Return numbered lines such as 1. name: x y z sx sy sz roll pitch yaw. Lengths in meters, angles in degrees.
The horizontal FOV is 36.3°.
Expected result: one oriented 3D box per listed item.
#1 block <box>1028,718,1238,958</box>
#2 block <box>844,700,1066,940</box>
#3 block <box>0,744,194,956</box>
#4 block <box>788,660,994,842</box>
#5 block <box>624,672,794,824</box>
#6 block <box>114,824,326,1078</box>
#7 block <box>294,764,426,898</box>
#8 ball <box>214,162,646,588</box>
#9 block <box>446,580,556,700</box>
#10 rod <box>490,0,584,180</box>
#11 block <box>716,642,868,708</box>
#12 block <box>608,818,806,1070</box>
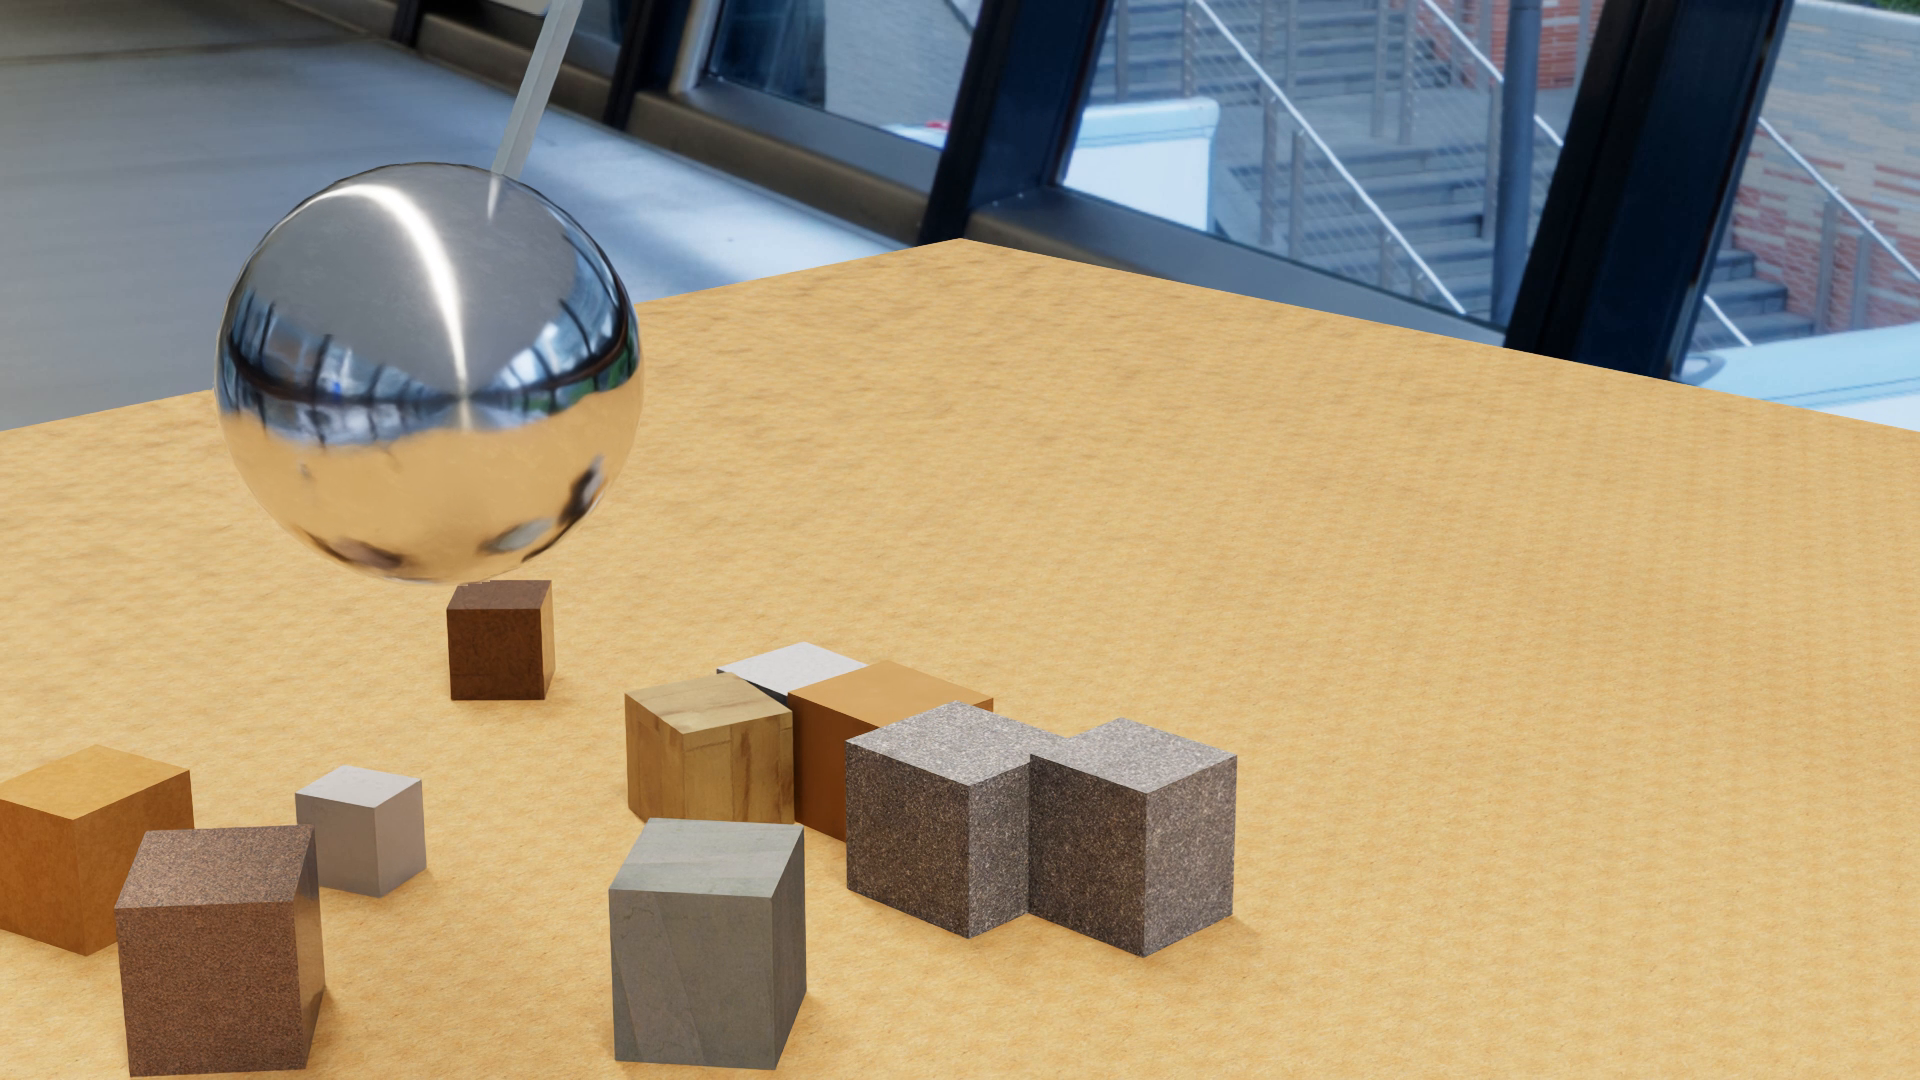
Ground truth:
1. block: 0.759 1.300 12.935 0.668 0.763 0.615 16 23 41
2. block: 0.011 1.243 13.189 0.769 0.721 0.715 16 24 42
3. block: -3.839 1.360 12.958 0.589 0.636 0.671 10 20 30
4. block: -0.330 1.042 13.946 0.645 0.650 0.736 -16 24 -42
5. block: -1.197 1.053 13.995 0.571 0.599 0.640 -10 20 -29
6. block: -2.979 1.651 11.874 0.683 0.729 0.767 -2 18 -6
7. block: -2.733 1.327 13.387 0.430 0.441 0.373 8 19 23
8. ball: -1.992 -0.623 11.058 1.600 1.600 1.600 0 17 0
9. block: -2.465 0.536 15.781 0.497 0.515 0.490 0 17 -1
10. rod: -0.863 -3.825 11.235 0.080 5.200 0.080 17 -4 42
11. block: -0.775 0.916 14.460 0.569 0.583 0.625 -16 23 -41
12. block: -1.011 1.630 11.910 0.650 0.749 0.722 2 18 7
